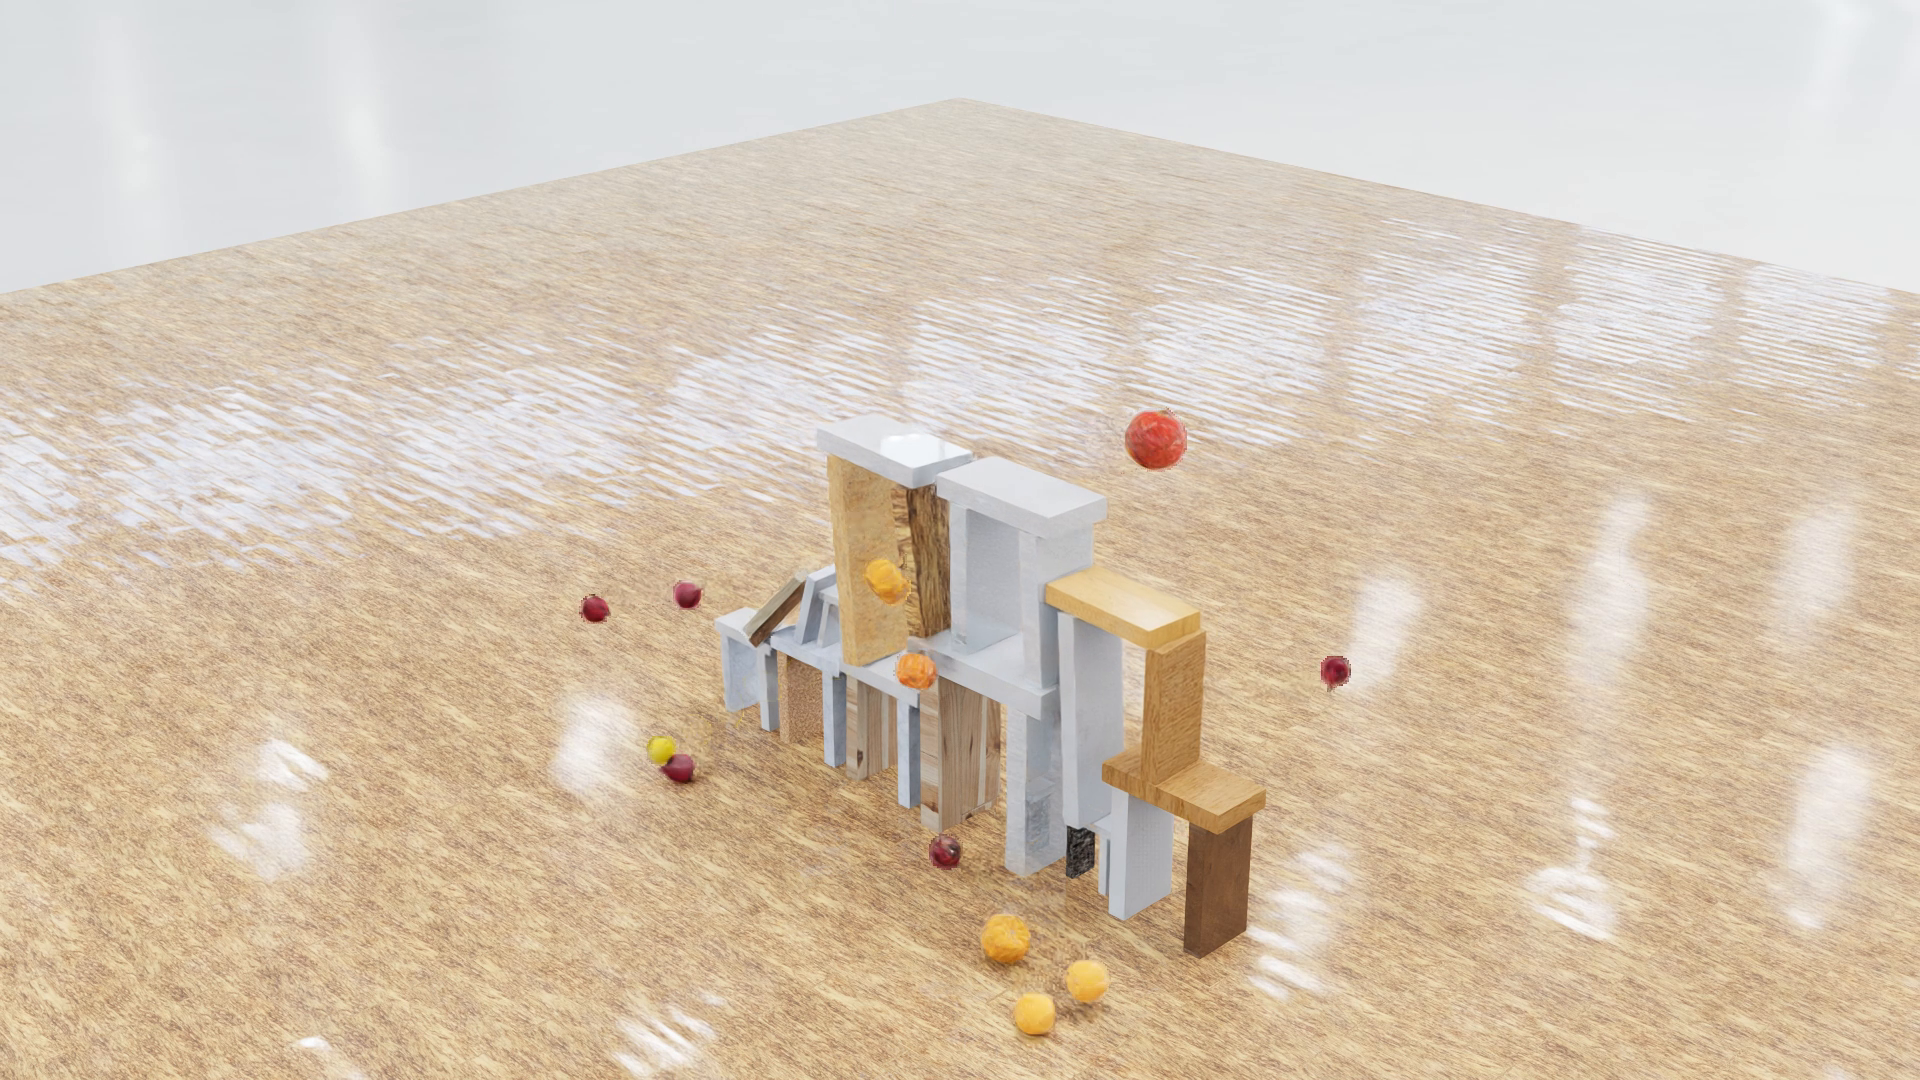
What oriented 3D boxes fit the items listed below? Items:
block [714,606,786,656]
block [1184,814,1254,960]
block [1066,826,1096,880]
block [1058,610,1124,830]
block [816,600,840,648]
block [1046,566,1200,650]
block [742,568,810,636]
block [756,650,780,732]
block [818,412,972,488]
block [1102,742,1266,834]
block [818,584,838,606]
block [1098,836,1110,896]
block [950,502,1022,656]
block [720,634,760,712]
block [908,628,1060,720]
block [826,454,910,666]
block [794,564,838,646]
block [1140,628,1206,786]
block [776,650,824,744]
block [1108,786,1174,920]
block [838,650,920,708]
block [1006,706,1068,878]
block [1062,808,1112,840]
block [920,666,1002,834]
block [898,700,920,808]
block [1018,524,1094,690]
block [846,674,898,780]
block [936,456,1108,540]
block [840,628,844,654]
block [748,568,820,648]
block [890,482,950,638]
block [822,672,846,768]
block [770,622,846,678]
[{"bbox_3d":[-0.439,0.198,4.783,0.185,0.026,0.093,21,31,40],"label":"block"},{"bbox_3d":[0.467,0.610,3.977,0.038,0.271,0.135,21,31,41],"label":"block"},{"bbox_3d":[0.232,0.583,4.226,0.063,0.125,0.018,-21,31,-40],"label":"block"},{"bbox_3d":[0.247,0.319,4.092,0.131,0.428,0.037,-21,27,-40],"label":"block"},{"bbox_3d":[-0.265,0.169,4.585,0.056,0.112,0.016,-21,45,-41],"label":"block"},{"bbox_3d":[0.292,0.120,3.965,0.131,0.037,0.262,-19,30,-37],"label":"block"},{"bbox_3d":[-0.386,0.132,4.658,0.024,0.168,0.084,45,18,1],"label":"block"},{"bbox_3d":[-0.393,0.314,4.783,0.093,0.185,0.026,-21,29,-41],"label":"block"},{"bbox_3d":[-0.130,-0.177,4.318,0.149,0.042,0.299,-17,28,-37],"label":"block"},{"bbox_3d":[0.403,0.442,3.975,0.271,0.038,0.135,21,31,41],"label":"block"},{"bbox_3d":[-0.231,0.120,4.536,0.113,0.016,0.056,20,30,37],"label":"block"},{"bbox_3d":[0.291,0.606,4.171,0.063,0.125,0.018,-21,31,-41],"label":"block"},{"bbox_3d":[0.050,0.056,4.209,0.151,0.302,0.043,-21,30,-40],"label":"block"},{"bbox_3d":[-0.480,0.280,4.863,0.026,0.185,0.093,19,29,42],"label":"block"},{"bbox_3d":[0.085,0.238,4.231,0.354,0.050,0.177,21,31,41],"label":"block"},{"bbox_3d":[-0.183,0.027,4.449,0.149,0.435,0.042,-19,23,-41],"label":"block"},{"bbox_3d":[-0.295,0.134,4.597,0.024,0.168,0.084,35,38,29],"label":"block"},{"bbox_3d":[0.382,0.295,3.937,0.037,0.262,0.131,19,30,37],"label":"block"},{"bbox_3d":[-0.339,0.321,4.728,0.031,0.216,0.108,21,31,41],"label":"block"},{"bbox_3d":[0.339,0.560,4.095,0.038,0.271,0.135,21,31,41],"label":"block"},{"bbox_3d":[-0.125,0.271,4.477,0.117,0.033,0.234,-19,29,-41],"label":"block"},{"bbox_3d":[0.169,0.456,4.233,0.050,0.354,0.177,21,31,41],"label":"block"},{"bbox_3d":[0.262,0.529,4.171,0.063,0.018,0.125,-21,31,-40],"label":"block"},{"bbox_3d":[0.002,0.391,4.386,0.050,0.354,0.177,21,31,41],"label":"block"},{"bbox_3d":[-0.073,0.419,4.475,0.033,0.234,0.117,21,31,41],"label":"block"},{"bbox_3d":[0.182,0.110,4.080,0.151,0.301,0.043,-21,27,-40],"label":"block"},{"bbox_3d":[-0.181,0.373,4.578,0.117,0.234,0.033,-19,30,-41],"label":"block"},{"bbox_3d":[0.112,-0.081,4.089,0.151,0.043,0.301,-20,29,-38],"label":"block"},{"bbox_3d":[-0.221,0.186,4.546,0.056,0.113,0.016,-21,31,-40],"label":"block"},{"bbox_3d":[-0.365,0.145,4.657,0.024,0.203,0.084,45,32,1],"label":"block"},{"bbox_3d":[-0.049,0.026,4.284,0.149,0.299,0.042,-21,22,-41],"label":"block"},{"bbox_3d":[-0.237,0.361,4.634,0.031,0.216,0.108,21,31,41],"label":"block"},{"bbox_3d":[-0.288,0.227,4.632,0.216,0.031,0.108,21,31,40],"label":"block"}]
